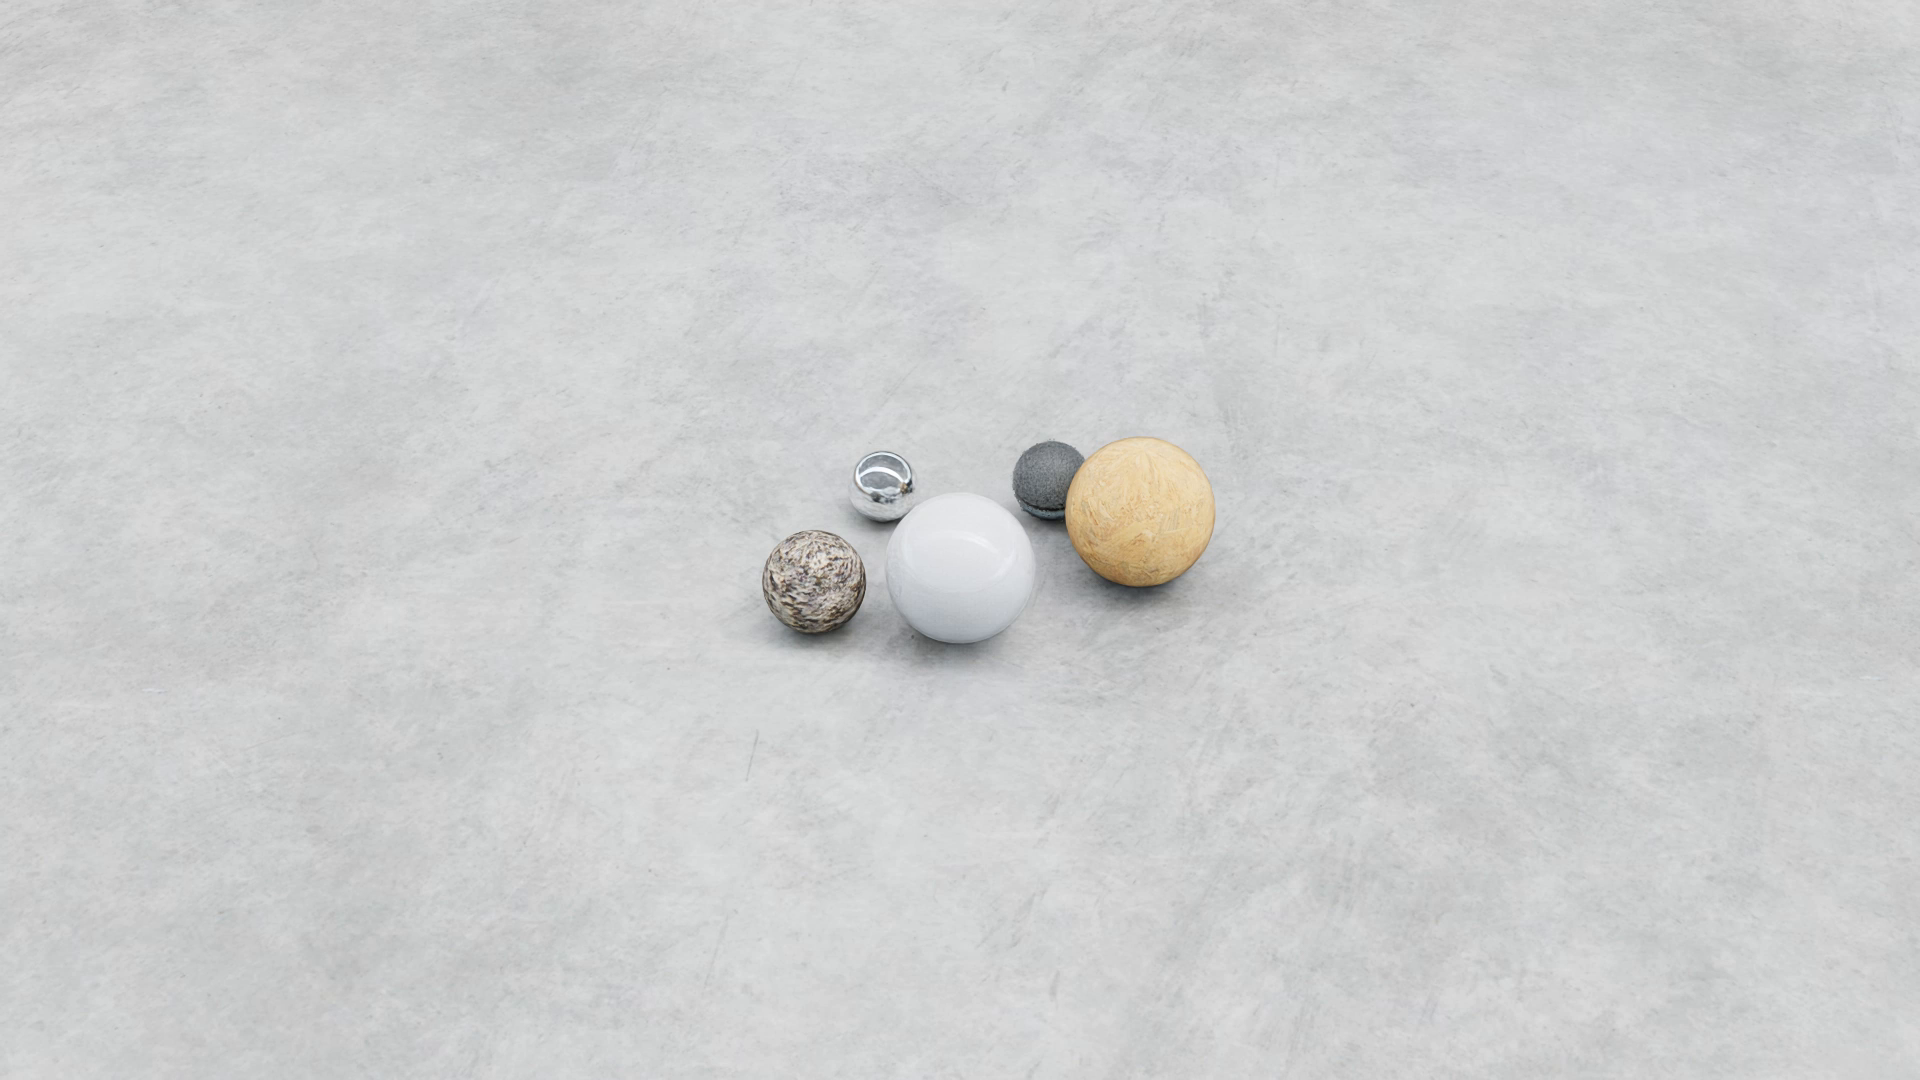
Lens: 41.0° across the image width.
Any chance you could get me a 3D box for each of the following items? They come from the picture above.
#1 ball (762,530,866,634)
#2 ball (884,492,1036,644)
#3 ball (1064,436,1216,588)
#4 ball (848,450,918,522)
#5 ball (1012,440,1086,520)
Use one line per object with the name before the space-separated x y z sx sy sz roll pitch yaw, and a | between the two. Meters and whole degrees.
ball | -0.086 0.025 1.521 0.062 0.062 0.062 0 37 0
ball | 0.000 0.017 1.509 0.089 0.089 0.089 0 37 0
ball | 0.109 -0.017 1.552 0.091 0.091 0.091 0 37 0
ball | -0.048 -0.034 1.614 0.045 0.045 0.045 0 37 0
ball | 0.058 -0.037 1.614 0.050 0.050 0.050 0 37 0
